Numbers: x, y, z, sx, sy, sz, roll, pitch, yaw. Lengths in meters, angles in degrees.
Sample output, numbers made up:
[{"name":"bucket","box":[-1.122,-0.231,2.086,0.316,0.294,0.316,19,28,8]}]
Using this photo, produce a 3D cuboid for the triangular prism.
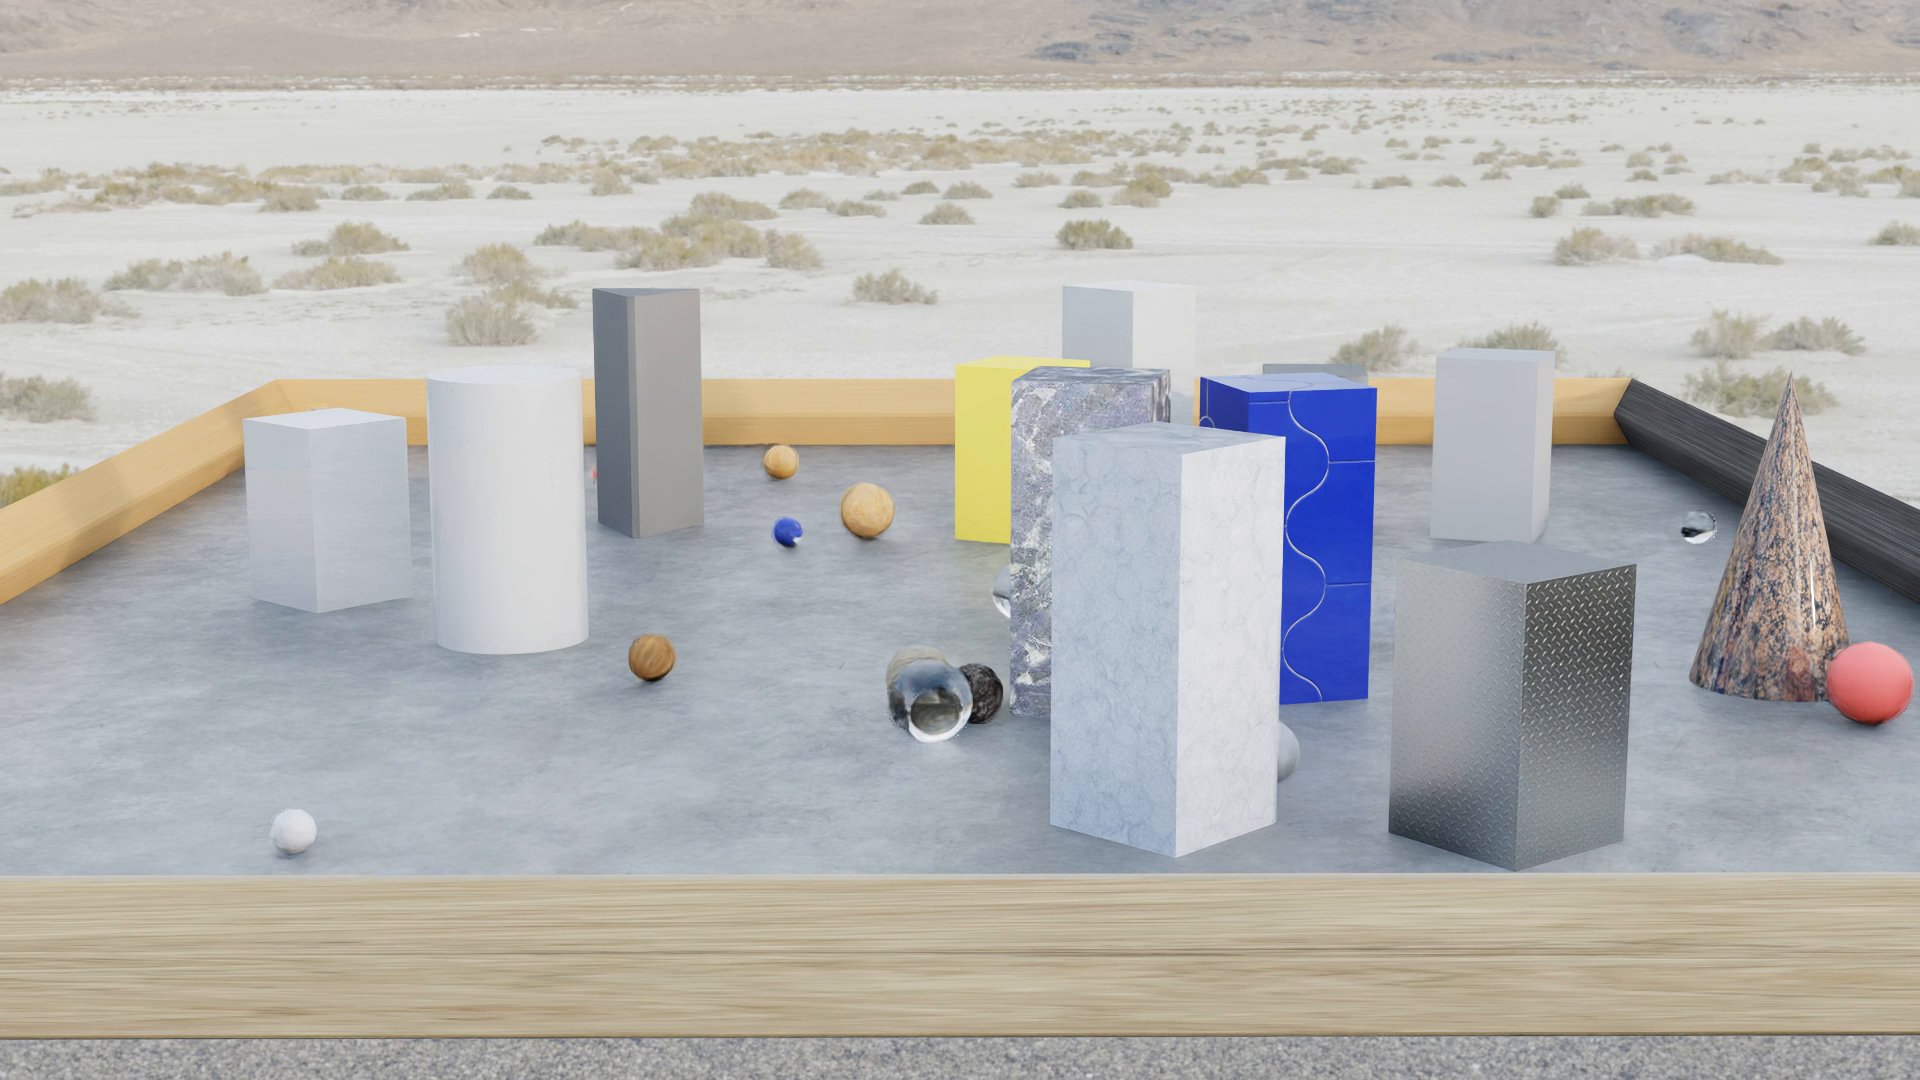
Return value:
[{"name":"triangular prism","box":[-0.519,-0.207,4.062,0.146,0.376,0.169,7,12,32]}]

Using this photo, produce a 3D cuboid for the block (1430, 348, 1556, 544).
[{"name":"block","box":[0.834,-0.150,4.014,0.156,0.282,0.156,4,11,22]}]

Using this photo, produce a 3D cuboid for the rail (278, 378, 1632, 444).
[{"name":"rail","box":[-0.009,-0.245,4.942,2.621,0.127,0.045,0,11,0]}]

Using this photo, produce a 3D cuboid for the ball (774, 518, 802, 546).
[{"name":"ball","box":[-0.263,-0.013,3.923,0.045,0.045,0.045,0,11,0]}]

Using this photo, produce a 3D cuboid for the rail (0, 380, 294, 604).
[{"name":"rail","box":[-1.287,0.034,3.442,0.045,0.127,3.085,0,11,0]}]

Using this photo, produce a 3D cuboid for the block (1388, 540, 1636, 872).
[{"name":"block","box":[0.521,0.151,2.426,0.156,0.268,0.156,-8,13,-37]}]

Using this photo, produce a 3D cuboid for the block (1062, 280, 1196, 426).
[{"name":"block","box":[0.280,-0.243,4.286,0.156,0.364,0.156,-10,15,-44]}]

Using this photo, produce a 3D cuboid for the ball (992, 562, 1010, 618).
[{"name":"ball","box":[0.082,0.067,3.398,0.080,0.080,0.080,0,11,0]}]

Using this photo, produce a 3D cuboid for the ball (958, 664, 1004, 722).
[{"name":"ball","box":[0.015,0.171,2.871,0.066,0.066,0.066,0,11,0]}]

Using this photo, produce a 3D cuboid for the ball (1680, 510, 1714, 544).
[{"name":"ball","box":[1.133,-0.020,3.944,0.051,0.051,0.051,0,11,0]}]

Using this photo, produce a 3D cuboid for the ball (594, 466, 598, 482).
[{"name":"ball","box":[-0.620,-0.115,4.485,0.041,0.041,0.041,0,11,0]}]

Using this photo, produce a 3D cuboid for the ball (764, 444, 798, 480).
[{"name":"ball","box":[-0.319,-0.138,4.552,0.061,0.061,0.061,0,11,0]}]

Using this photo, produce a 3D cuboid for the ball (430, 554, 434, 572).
[{"name":"ball","box":[-0.733,0.031,3.672,0.051,0.051,0.051,0,11,0]}]

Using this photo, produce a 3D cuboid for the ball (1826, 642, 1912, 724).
[{"name":"ball","box":[1.016,0.160,2.868,0.091,0.091,0.091,0,11,0]}]

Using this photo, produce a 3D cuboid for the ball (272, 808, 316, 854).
[{"name":"ball","box":[-0.623,0.272,2.398,0.041,0.041,0.041,0,11,0]}]

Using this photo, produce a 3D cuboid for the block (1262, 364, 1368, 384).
[{"name":"block","box":[0.552,-0.138,4.015,0.156,0.258,0.156,1,11,5]}]

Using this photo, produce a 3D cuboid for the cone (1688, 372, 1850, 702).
[{"name":"cone","box":[0.970,-0.014,3.028,0.195,0.374,0.195,0,11,0]}]

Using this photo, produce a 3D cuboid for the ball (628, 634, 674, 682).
[{"name":"ball","box":[-0.369,0.141,3.065,0.056,0.056,0.056,0,11,0]}]

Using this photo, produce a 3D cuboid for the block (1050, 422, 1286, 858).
[{"name":"block","box":[0.198,0.089,2.459,0.156,0.379,0.156,10,14,43]}]

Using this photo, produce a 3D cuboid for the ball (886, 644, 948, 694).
[{"name":"ball","box":[-0.046,0.158,2.917,0.077,0.077,0.077,0,11,0]}]

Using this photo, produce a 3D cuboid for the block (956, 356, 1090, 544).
[{"name":"block","box":[0.098,-0.141,3.995,0.156,0.271,0.156,5,12,27]}]

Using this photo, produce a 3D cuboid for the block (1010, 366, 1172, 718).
[{"name":"block","box":[0.150,0.001,2.931,0.156,0.380,0.156,2,11,13]}]

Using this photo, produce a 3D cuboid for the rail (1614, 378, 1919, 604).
[{"name":"rail","box":[1.287,0.031,3.456,0.045,0.127,3.085,0,11,0]}]

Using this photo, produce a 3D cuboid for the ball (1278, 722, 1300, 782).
[{"name":"ball","box":[0.314,0.217,2.625,0.067,0.067,0.067,0,11,0]}]

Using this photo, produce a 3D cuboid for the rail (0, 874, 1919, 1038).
[{"name":"rail","box":[0.009,0.310,1.956,2.621,0.127,0.045,0,11,0]}]

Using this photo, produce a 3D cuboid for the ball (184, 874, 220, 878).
[{"name":"ball","box":[-0.600,0.313,2.023,0.097,0.097,0.097,0,11,0]}]

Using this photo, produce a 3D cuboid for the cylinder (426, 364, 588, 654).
[{"name":"cylinder","box":[-0.576,-0.042,3.270,0.195,0.341,0.195,0,11,0]}]

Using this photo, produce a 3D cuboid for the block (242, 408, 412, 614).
[{"name":"block","box":[-0.869,-0.044,3.531,0.156,0.249,0.156,9,14,41]}]

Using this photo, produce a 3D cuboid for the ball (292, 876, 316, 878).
[{"name":"ball","box":[-0.534,0.312,2.082,0.078,0.078,0.078,0,11,0]}]

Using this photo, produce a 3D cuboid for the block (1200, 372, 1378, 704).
[{"name":"block","box":[0.379,-0.004,3.003,0.156,0.363,0.156,-3,11,-15]}]

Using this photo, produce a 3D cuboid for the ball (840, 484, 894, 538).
[{"name":"ball","box":[-0.144,-0.046,3.991,0.085,0.085,0.085,0,11,0]}]

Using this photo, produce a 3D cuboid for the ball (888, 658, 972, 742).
[{"name":"ball","box":[-0.032,0.174,2.787,0.092,0.092,0.092,0,11,0]}]

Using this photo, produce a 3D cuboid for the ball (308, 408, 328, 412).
[{"name":"ball","box":[-1.198,-0.201,4.806,0.092,0.092,0.092,0,11,0]}]
